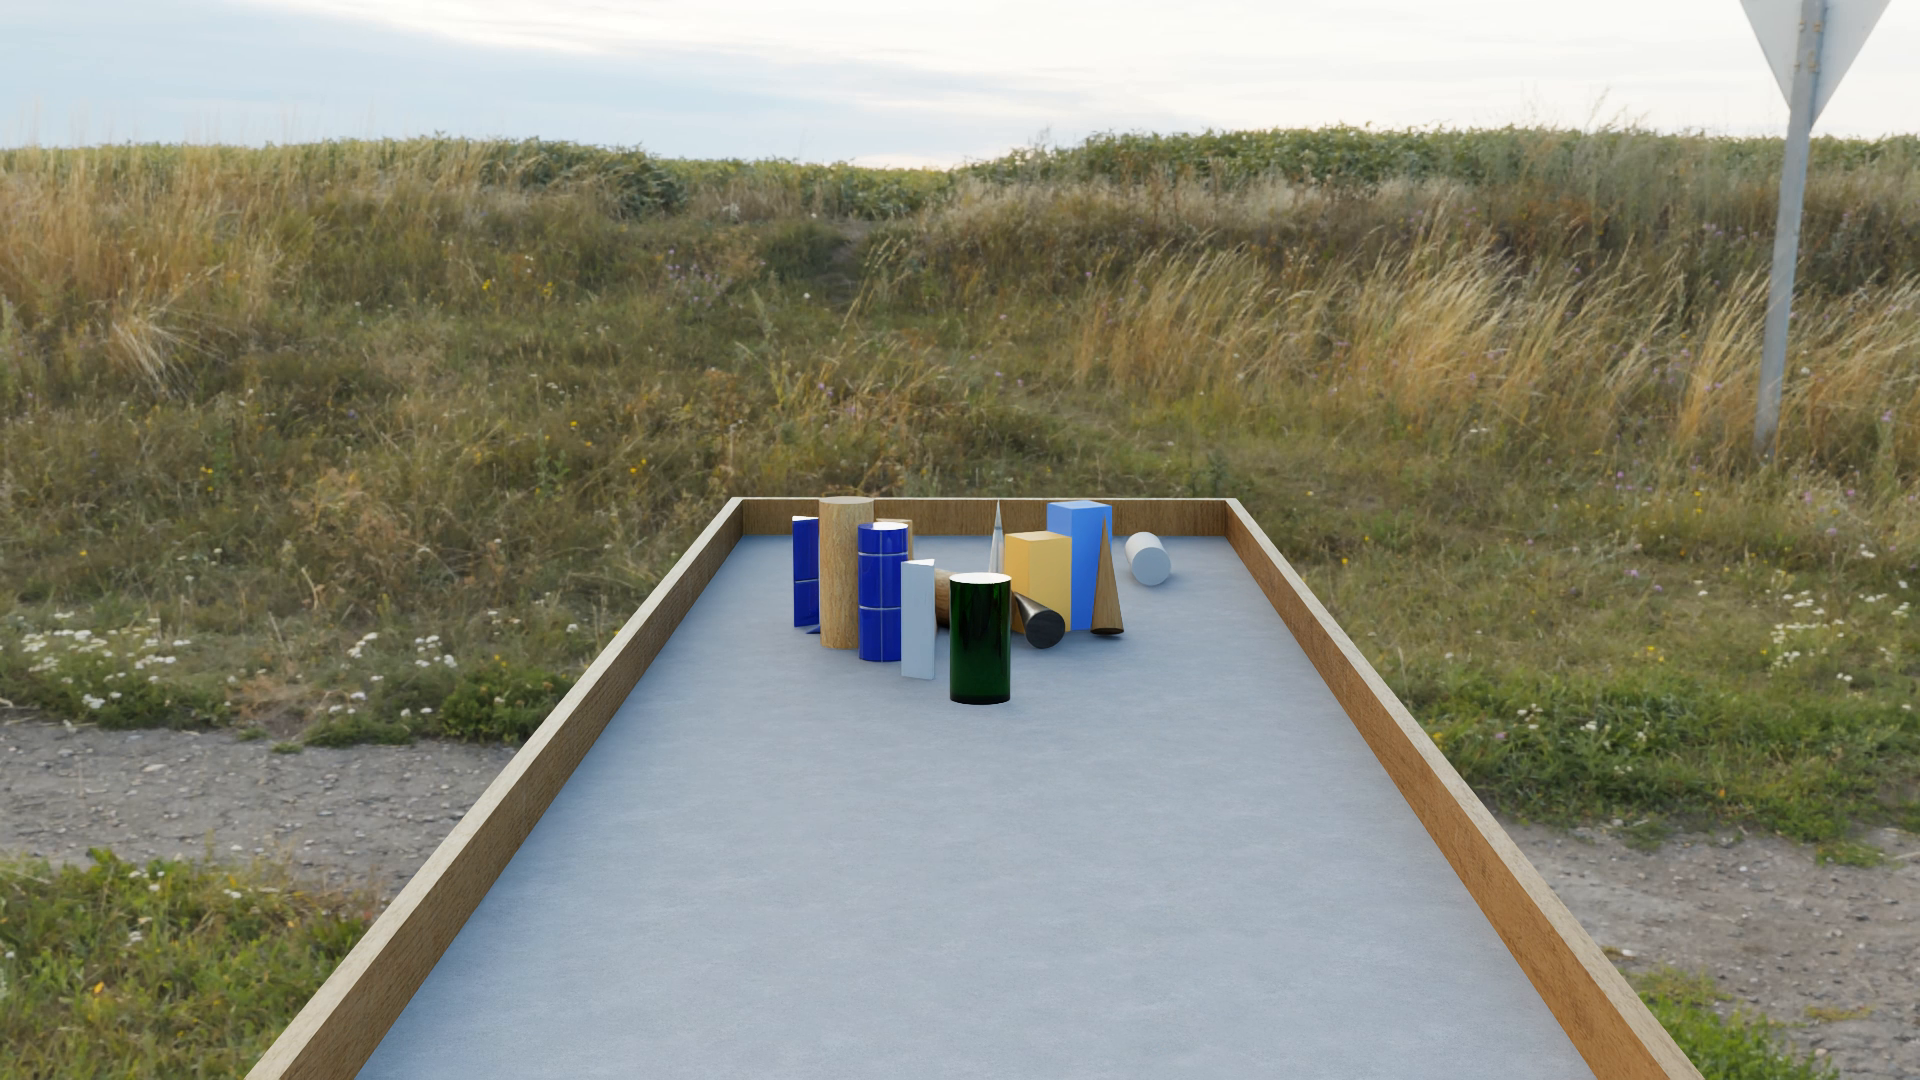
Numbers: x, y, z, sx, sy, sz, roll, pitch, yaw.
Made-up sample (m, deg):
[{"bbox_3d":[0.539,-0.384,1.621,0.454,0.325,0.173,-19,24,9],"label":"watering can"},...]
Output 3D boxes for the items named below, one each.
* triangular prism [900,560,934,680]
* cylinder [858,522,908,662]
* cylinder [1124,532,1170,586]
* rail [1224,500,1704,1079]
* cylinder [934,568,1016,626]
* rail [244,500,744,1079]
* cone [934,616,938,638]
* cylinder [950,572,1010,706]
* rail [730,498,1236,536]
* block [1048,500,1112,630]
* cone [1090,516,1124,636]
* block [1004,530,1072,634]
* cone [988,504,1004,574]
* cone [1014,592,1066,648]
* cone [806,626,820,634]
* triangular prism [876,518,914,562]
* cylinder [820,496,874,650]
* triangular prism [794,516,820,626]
[{"bbox_3d":[-0.102,0.230,6.471,0.109,0.340,0.094,6,11,32],"label":"triangular prism"},{"bbox_3d":[-0.234,0.158,6.708,0.154,0.407,0.154,0,9,0],"label":"cylinder"},{"bbox_3d":[0.693,0.067,8.135,0.142,0.142,0.357,0,9,0],"label":"cylinder"},{"bbox_3d":[1.046,0.843,3.208,0.050,0.150,12.000,0,9,1],"label":"rail"},{"bbox_3d":[0.008,0.202,7.171,0.177,0.177,0.347,-7,11,-36],"label":"cylinder"},{"bbox_3d":[-1.004,0.839,3.234,0.050,0.150,12.000,0,9,1],"label":"rail"},{"bbox_3d":[-0.242,0.286,6.991,0.327,0.137,0.137,-8,2,39],"label":"cone"},{"bbox_3d":[0.057,0.276,6.172,0.172,0.344,0.172,0,9,0],"label":"cylinder"},{"bbox_3d":[0.099,-0.098,9.147,2.100,0.150,0.050,0,9,1],"label":"rail"},{"bbox_3d":[0.390,0.082,7.214,0.154,0.400,0.154,-5,10,-28],"label":"block"},{"bbox_3d":[0.469,0.101,7.078,0.107,0.397,0.107,0,-15,0],"label":"cone"},{"bbox_3d":[0.253,0.139,7.148,0.158,0.308,0.158,-5,10,-28],"label":"block"},{"bbox_3d":[0.125,0.069,7.225,0.109,0.422,0.109,0,9,0],"label":"cone"},{"bbox_3d":[0.220,0.221,6.986,0.130,0.130,0.326,-3,21,-17],"label":"cone"},{"bbox_3d":[-0.341,0.262,7.121,0.333,0.150,0.150,-14,11,-8],"label":"cone"},{"bbox_3d":[-0.238,0.103,7.269,0.129,0.340,0.112,-8,12,-39],"label":"triangular prism"},{"bbox_3d":[-0.355,0.101,6.910,0.171,0.458,0.171,0,9,0],"label":"cylinder"},{"bbox_3d":[-0.525,0.101,7.242,0.094,0.353,0.081,-6,11,-33],"label":"triangular prism"}]
